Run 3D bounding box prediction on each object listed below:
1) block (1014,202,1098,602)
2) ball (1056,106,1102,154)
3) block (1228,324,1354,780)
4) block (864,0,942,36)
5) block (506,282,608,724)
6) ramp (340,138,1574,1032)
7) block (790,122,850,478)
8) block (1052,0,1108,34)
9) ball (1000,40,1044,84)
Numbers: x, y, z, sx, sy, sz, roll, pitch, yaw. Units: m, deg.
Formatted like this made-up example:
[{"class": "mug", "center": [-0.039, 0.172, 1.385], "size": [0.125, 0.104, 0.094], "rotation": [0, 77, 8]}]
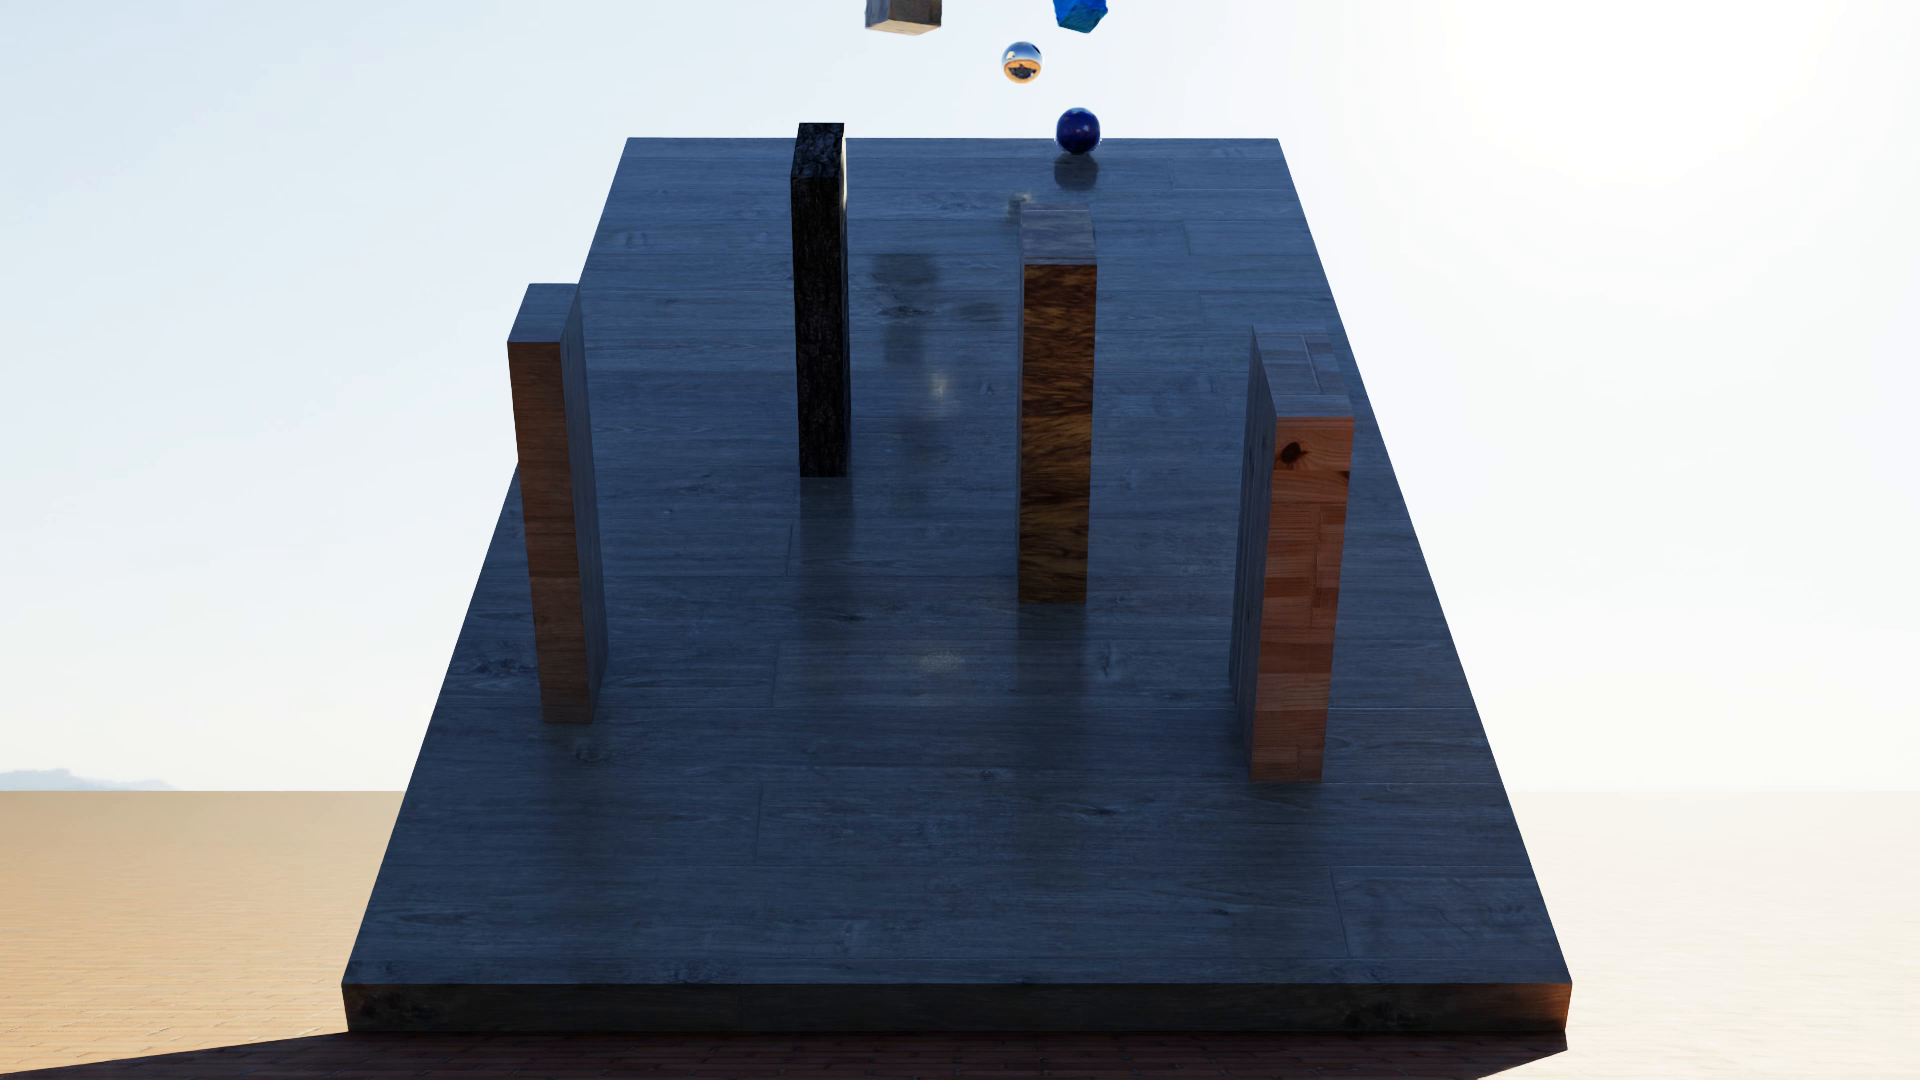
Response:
[{"class": "block", "center": [0.191, -0.278, 4.915], "size": [0.139, 0.751, 0.325], "rotation": [0, 29, 0]}, {"class": "ball", "center": [0.357, -1.235, 7.247], "size": [0.140, 0.140, 0.140], "rotation": [0, -6, 0]}, {"class": "block", "center": [0.596, 0.024, 4.388], "size": [0.130, 0.743, 0.382], "rotation": [0, 29, 0]}, {"class": "block", "center": [-0.167, -1.607, 7.151], "size": [0.171, 0.171, 0.171], "rotation": [2, 1, -27]}, {"class": "block", "center": [-0.743, -0.061, 4.480], "size": [0.092, 0.793, 0.258], "rotation": [0, 29, 0]}, {"class": "ramp", "center": [-0.012, -0.215, 5.672], "size": [2.000, 0.100, 4.000], "rotation": [0, 29, 0]}, {"class": "block", "center": [-0.310, -0.539, 5.414], "size": [0.102, 0.716, 0.347], "rotation": [0, 29, 0]}, {"class": "block", "center": [0.368, -1.643, 7.381], "size": [0.113, 0.113, 0.113], "rotation": [8, -31, -29]}, {"class": "ball", "center": [0.189, -1.448, 7.294], "size": [0.132, 0.132, 0.132], "rotation": [0, -6, 0]}]
